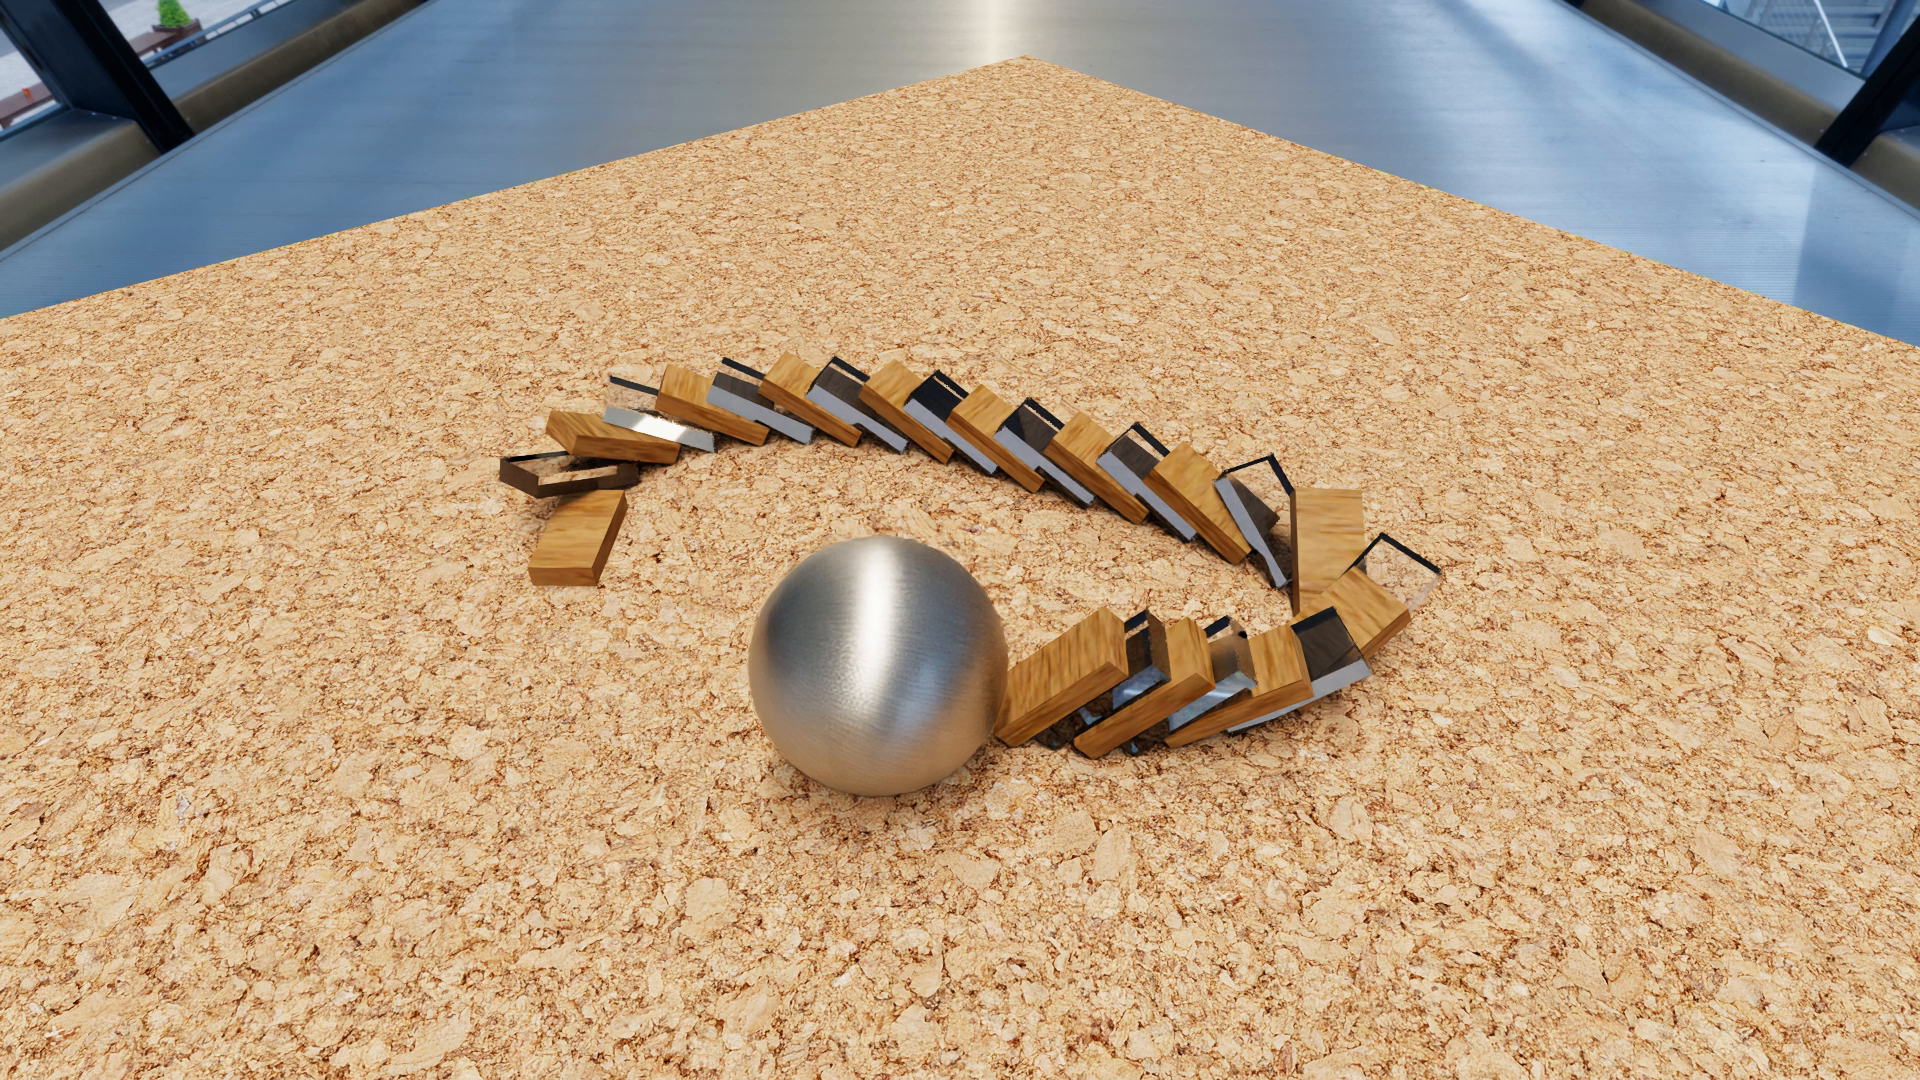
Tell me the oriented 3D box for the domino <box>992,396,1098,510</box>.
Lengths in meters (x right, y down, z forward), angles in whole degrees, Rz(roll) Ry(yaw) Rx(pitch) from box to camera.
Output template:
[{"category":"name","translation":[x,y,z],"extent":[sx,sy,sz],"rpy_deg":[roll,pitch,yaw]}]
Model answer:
[{"category":"domino","translation":[0.041,-0.038,0.474],"extent":[0.050,0.010,0.025],"rpy_deg":[39,48,6]}]

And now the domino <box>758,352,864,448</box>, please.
[{"category":"domino","translation":[-0.065,-0.065,0.506],"extent":[0.050,0.009,0.025],"rpy_deg":[30,41,-5]}]

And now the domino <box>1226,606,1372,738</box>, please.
[{"category":"domino","translation":[0.109,0.044,0.371],"extent":[0.050,0.010,0.025],"rpy_deg":[-28,38,12]}]

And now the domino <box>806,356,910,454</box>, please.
[{"category":"domino","translation":[-0.042,-0.062,0.502],"extent":[0.050,0.009,0.025],"rpy_deg":[32,43,-3]}]

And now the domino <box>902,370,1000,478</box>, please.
[{"category":"domino","translation":[0.002,-0.052,0.491],"extent":[0.050,0.010,0.025],"rpy_deg":[38,48,4]}]

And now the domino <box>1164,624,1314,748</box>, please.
[{"category":"domino","translation":[0.089,0.048,0.363],"extent":[0.050,0.010,0.025],"rpy_deg":[-26,33,23]}]

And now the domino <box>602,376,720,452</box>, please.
[{"category":"domino","translation":[-0.134,-0.057,0.495],"extent":[0.050,0.009,0.025],"rpy_deg":[15,31,-26]}]

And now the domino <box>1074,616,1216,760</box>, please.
[{"category":"domino","translation":[0.059,0.048,0.358],"extent":[0.009,0.050,0.025],"rpy_deg":[38,32,-24]}]

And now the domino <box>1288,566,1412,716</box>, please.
[{"category":"domino","translation":[0.128,0.035,0.382],"extent":[0.050,0.010,0.025],"rpy_deg":[-41,47,0]}]

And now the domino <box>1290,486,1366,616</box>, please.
[{"category":"domino","translation":[0.140,0.005,0.417],"extent":[0.025,0.009,0.050],"rpy_deg":[3,71,3]}]

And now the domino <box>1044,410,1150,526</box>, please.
[{"category":"domino","translation":[0.063,-0.031,0.466],"extent":[0.050,0.010,0.025],"rpy_deg":[38,48,6]}]

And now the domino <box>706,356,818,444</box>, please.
[{"category":"domino","translation":[-0.089,-0.064,0.505],"extent":[0.050,0.009,0.025],"rpy_deg":[23,37,-15]}]

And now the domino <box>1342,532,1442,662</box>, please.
[{"category":"domino","translation":[0.147,0.023,0.396],"extent":[0.050,0.009,0.025],"rpy_deg":[-45,58,-8]}]

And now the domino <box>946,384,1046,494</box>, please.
[{"category":"domino","translation":[0.021,-0.045,0.482],"extent":[0.050,0.009,0.025],"rpy_deg":[38,48,5]}]

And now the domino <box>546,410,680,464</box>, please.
[{"category":"domino","translation":[-0.151,-0.045,0.479],"extent":[0.050,0.010,0.025],"rpy_deg":[2,27,-49]}]

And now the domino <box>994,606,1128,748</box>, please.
[{"category":"domino","translation":[0.032,0.045,0.362],"extent":[0.009,0.050,0.025],"rpy_deg":[38,32,-24]}]

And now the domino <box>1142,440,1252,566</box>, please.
[{"category":"domino","translation":[0.101,-0.015,0.446],"extent":[0.050,0.009,0.025],"rpy_deg":[44,52,9]}]

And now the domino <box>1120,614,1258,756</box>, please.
[{"category":"domino","translation":[0.072,0.048,0.359],"extent":[0.009,0.050,0.025],"rpy_deg":[38,32,-24]}]

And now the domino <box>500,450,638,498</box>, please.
[{"category":"domino","translation":[-0.164,-0.029,0.463],"extent":[0.025,0.009,0.050],"rpy_deg":[22,21,29]}]

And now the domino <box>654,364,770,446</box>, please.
[{"category":"domino","translation":[-0.112,-0.062,0.502],"extent":[0.050,0.009,0.025],"rpy_deg":[19,34,-20]}]

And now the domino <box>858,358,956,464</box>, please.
[{"category":"domino","translation":[-0.018,-0.059,0.499],"extent":[0.050,0.010,0.025],"rpy_deg":[38,47,4]}]

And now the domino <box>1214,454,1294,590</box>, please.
[{"category":"domino","translation":[0.124,-0.008,0.435],"extent":[0.025,0.010,0.050],"rpy_deg":[-18,71,-21]}]

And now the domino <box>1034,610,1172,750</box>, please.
[{"category":"domino","translation":[0.046,0.046,0.361],"extent":[0.009,0.050,0.025],"rpy_deg":[38,32,-24]}]

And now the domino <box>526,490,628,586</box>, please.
[{"category":"domino","translation":[-0.154,-0.002,0.445],"extent":[0.025,0.009,0.050],"rpy_deg":[1,39,1]}]

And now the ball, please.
[{"category":"ball","translation":[-0.025,0.038,0.341],"extent":[0.080,0.080,0.080],"rpy_deg":[0,39,0]}]

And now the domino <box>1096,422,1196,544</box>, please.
[{"category":"domino","translation":[0.083,-0.024,0.457],"extent":[0.050,0.010,0.025],"rpy_deg":[44,51,9]}]
